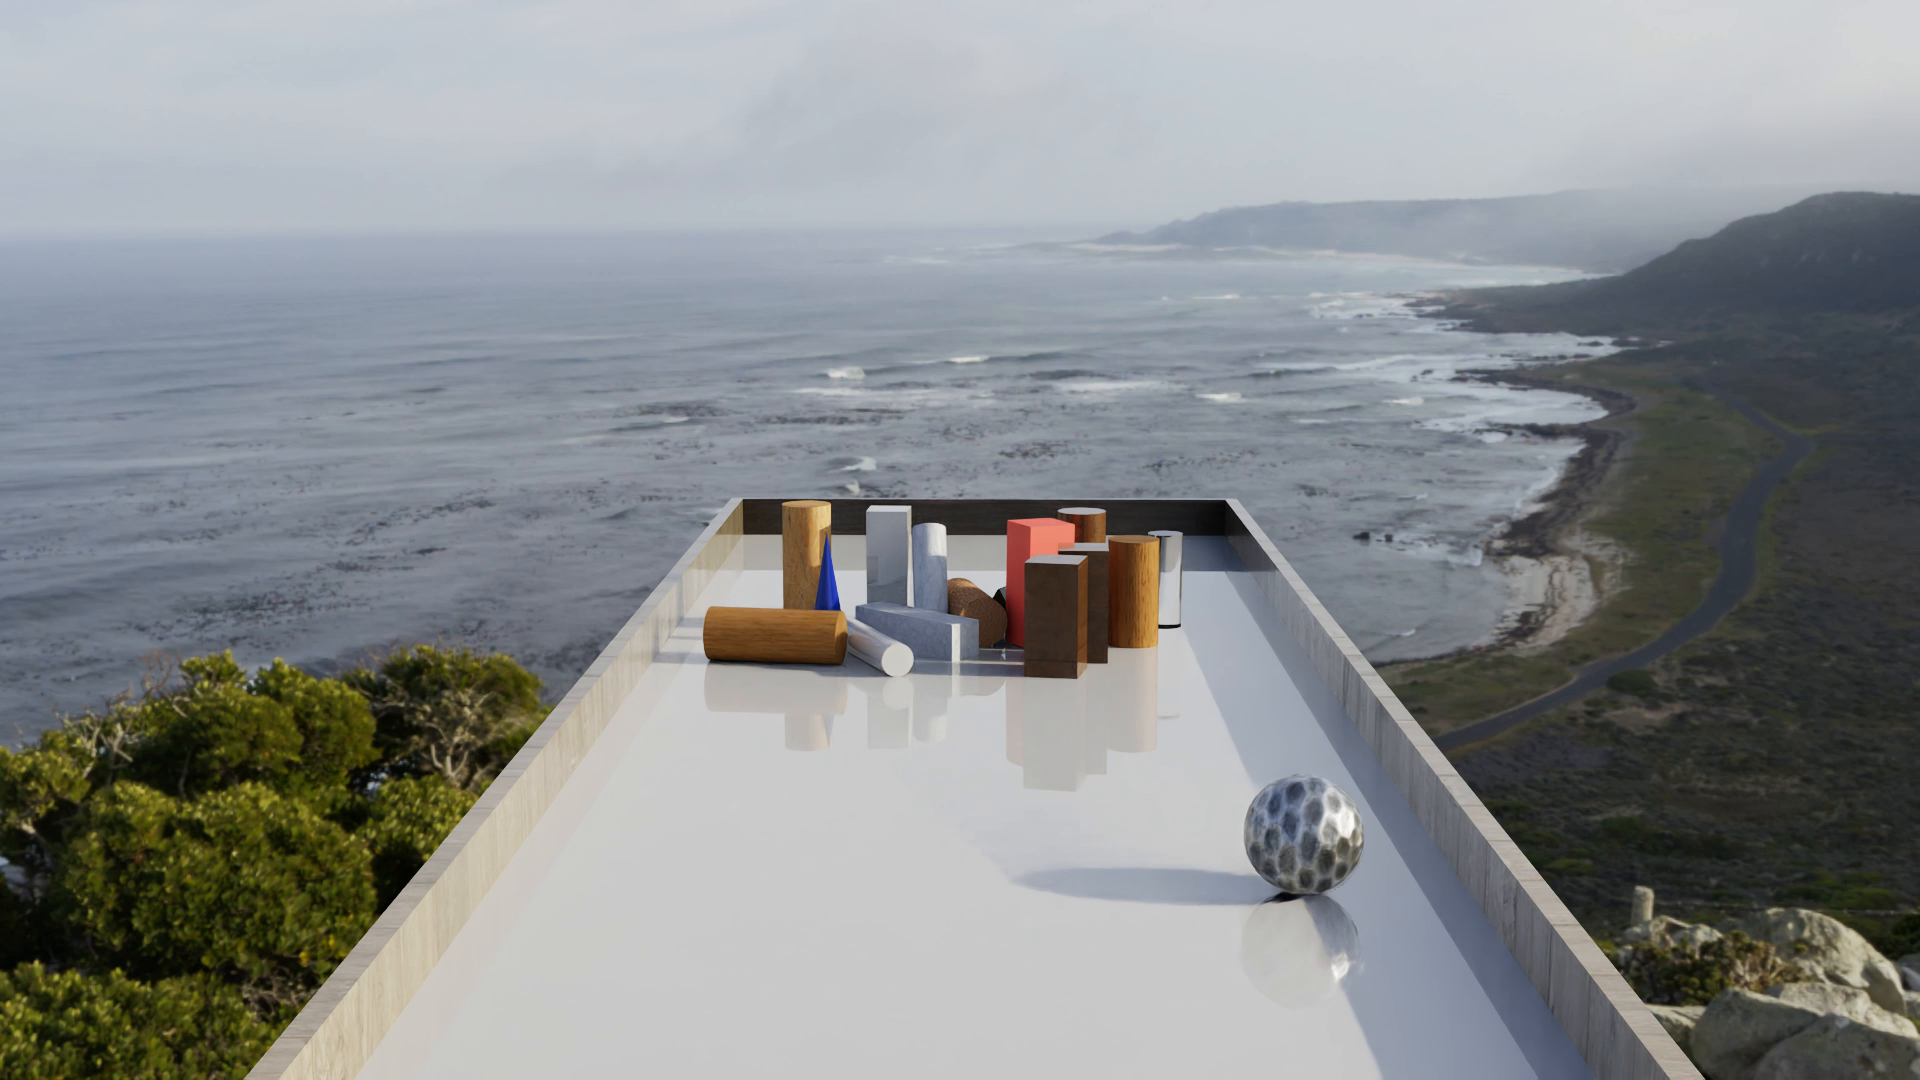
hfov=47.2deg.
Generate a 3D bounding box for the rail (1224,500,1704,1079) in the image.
[{"bbox_3d":[1.046,0.843,3.208,0.050,0.150,12.000,0,9,1],"label":"rail"}]

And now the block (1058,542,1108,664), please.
[{"bbox_3d":[0.373,0.191,6.700,0.153,0.345,0.153,0,9,2],"label":"block"}]

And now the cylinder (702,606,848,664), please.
[{"bbox_3d":[-0.560,0.289,6.672,0.408,0.163,0.163,2,9,10],"label":"cylinder"}]

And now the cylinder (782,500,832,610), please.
[{"bbox_3d":[-0.501,0.082,7.200,0.159,0.404,0.159,0,9,0],"label":"cylinder"}]

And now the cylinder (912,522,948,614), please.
[{"bbox_3d":[-0.095,0.130,7.035,0.110,0.352,0.110,-2,-19,-1],"label":"cylinder"}]

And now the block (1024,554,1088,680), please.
[{"bbox_3d":[0.284,0.224,6.507,0.159,0.340,0.159,2,9,13],"label":"block"}]

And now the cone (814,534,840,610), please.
[{"bbox_3d":[-0.419,0.149,6.945,0.122,0.352,0.122,0,9,0],"label":"cone"}]

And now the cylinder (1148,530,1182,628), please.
[{"bbox_3d":[0.671,0.130,7.208,0.113,0.308,0.113,0,9,0],"label":"cylinder"}]

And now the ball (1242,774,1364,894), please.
[{"bbox_3d":[0.697,0.597,4.463,0.244,0.244,0.244,0,9,0],"label":"ball"}]

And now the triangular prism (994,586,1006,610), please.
[{"bbox_3d":[0.218,0.186,7.462,0.127,0.110,0.425,5,10,25],"label":"triangular prism"}]

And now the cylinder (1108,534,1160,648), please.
[{"bbox_3d":[0.545,0.162,6.921,0.160,0.334,0.160,0,9,0],"label":"cylinder"}]

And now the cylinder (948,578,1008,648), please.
[{"bbox_3d":[0.032,0.230,7.057,0.157,0.157,0.377,-2,9,-12],"label":"cylinder"}]

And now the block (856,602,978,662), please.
[{"bbox_3d":[-0.137,0.283,6.859,0.115,0.115,0.438,-9,13,-44],"label":"block"}]

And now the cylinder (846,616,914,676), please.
[{"bbox_3d":[-0.268,0.321,6.664,0.100,0.100,0.443,-4,10,-22],"label":"cylinder"}]

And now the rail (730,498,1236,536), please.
[{"bbox_3d":[0.099,-0.098,9.147,2.100,0.150,0.050,0,9,1],"label":"rail"}]

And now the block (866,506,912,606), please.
[{"bbox_3d":[-0.231,0.092,7.175,0.133,0.392,0.133,1,9,4],"label":"block"}]

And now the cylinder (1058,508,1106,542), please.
[{"bbox_3d":[0.396,0.096,7.175,0.157,0.385,0.157,0,9,0],"label":"cylinder"}]

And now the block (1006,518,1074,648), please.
[{"bbox_3d":[0.250,0.135,6.918,0.155,0.385,0.155,-3,10,-26],"label":"block"}]

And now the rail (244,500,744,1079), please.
[{"bbox_3d":[-1.004,0.839,3.234,0.050,0.150,12.000,0,9,1],"label":"rail"}]
